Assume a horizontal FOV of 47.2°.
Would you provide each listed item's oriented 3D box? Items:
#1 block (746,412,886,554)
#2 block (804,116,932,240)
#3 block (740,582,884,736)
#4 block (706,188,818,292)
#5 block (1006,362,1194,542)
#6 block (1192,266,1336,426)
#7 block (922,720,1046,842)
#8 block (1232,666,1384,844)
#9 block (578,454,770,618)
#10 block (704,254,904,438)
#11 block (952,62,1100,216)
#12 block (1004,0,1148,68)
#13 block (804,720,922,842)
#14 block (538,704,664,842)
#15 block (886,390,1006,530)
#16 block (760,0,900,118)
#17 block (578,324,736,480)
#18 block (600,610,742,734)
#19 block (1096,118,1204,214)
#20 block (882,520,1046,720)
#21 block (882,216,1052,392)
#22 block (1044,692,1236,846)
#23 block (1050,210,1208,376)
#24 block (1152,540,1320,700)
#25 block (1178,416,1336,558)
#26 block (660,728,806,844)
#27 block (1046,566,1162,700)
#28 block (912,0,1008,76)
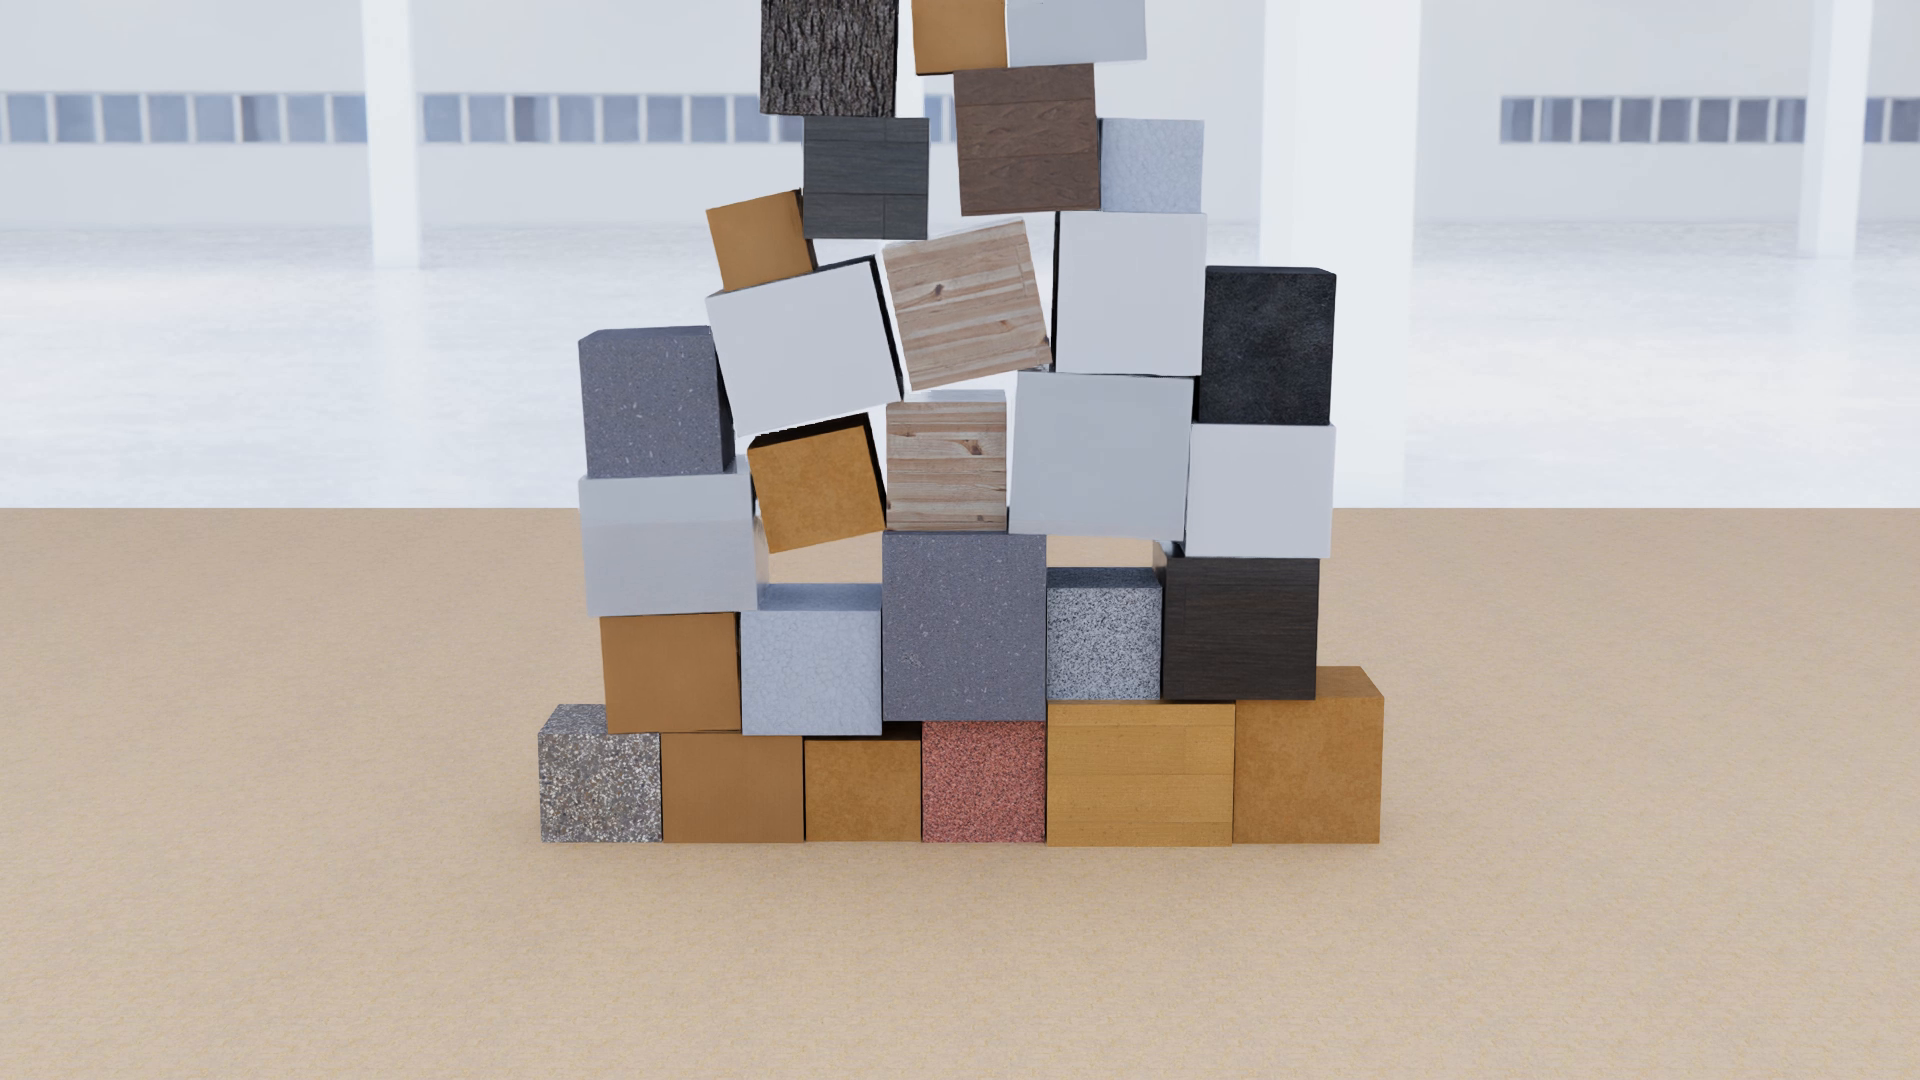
[{"bbox_3d":[-0.708,-0.296,11.129,0.590,0.532,0.563,-12,10,2],"label":"block"},{"bbox_3d":[-0.449,-1.788,10.838,0.597,0.580,0.645,1,10,0],"label":"block"},{"bbox_3d":[-0.740,0.601,11.289,0.696,0.636,0.703,0,10,0],"label":"block"},{"bbox_3d":[-0.976,-1.492,10.924,0.441,0.409,0.430,-13,10,2],"label":"block"},{"bbox_3d":[0.685,-0.476,11.096,0.857,0.794,0.790,3,10,0],"label":"block"},{"bbox_3d":[1.495,-0.983,10.998,0.641,0.736,0.620,1,10,0],"label":"block"},{"bbox_3d":[0.120,1.148,11.404,0.616,0.660,0.662,0,10,0],"label":"block"},{"bbox_3d":[1.750,1.102,11.383,0.741,0.760,0.671,0,10,0],"label":"block"},{"bbox_3d":[-1.437,-0.036,11.175,0.843,0.684,0.712,-2,10,0],"label":"block"},{"bbox_3d":[-0.759,-0.986,11.008,0.816,0.688,0.768,-13,10,2],"label":"block"},{"bbox_3d":[0.319,-1.965,10.805,0.668,0.686,0.696,-3,10,1],"label":"block"},{"bbox_3d":[0.544,-2.664,10.684,0.650,0.707,0.614,-3,10,1],"label":"block"},{"bbox_3d":[-0.490,1.213,11.417,0.583,0.528,0.632,0,10,0],"label":"block"},{"bbox_3d":[-1.815,1.200,11.382,0.610,0.567,0.598,0,10,0],"label":"block"},{"bbox_3d":[-0.067,-0.411,11.105,0.593,0.640,0.575,0,10,0],"label":"block"},{"bbox_3d":[-0.627,-2.445,10.755,0.630,0.727,0.698,2,10,0],"label":"block"},{"bbox_3d":[-1.510,-0.704,11.049,0.665,0.681,0.635,-2,10,0],"label":"block"},{"bbox_3d":[-1.446,0.601,11.304,0.669,0.612,0.658,-2,10,0],"label":"block"},{"bbox_3d":[0.925,-1.848,10.842,0.485,0.445,0.518,1,10,0],"label":"block"},{"bbox_3d":[0.021,0.362,11.262,0.806,0.938,0.844,0,10,0],"label":"block"},{"bbox_3d":[0.039,-1.189,10.967,0.701,0.701,0.677,-12,10,2],"label":"block"},{"bbox_3d":[0.903,1.113,11.386,0.931,0.737,0.778,0,10,0],"label":"block"},{"bbox_3d":[0.826,-1.247,10.934,0.706,0.775,0.663,1,10,0],"label":"block"},{"bbox_3d":[1.392,0.372,11.260,0.754,0.716,0.789,0,10,0],"label":"block"},{"bbox_3d":[1.472,-0.299,11.110,0.713,0.650,0.688,1,10,0],"label":"block"},{"bbox_3d":[-1.146,1.194,11.401,0.709,0.571,0.662,0,10,0],"label":"block"},{"bbox_3d":[0.718,0.471,11.267,0.569,0.569,0.562,0,10,0],"label":"block"},{"bbox_3d":[-0.004,-2.506,10.708,0.443,0.448,0.496,-3,10,1],"label":"block"}]
